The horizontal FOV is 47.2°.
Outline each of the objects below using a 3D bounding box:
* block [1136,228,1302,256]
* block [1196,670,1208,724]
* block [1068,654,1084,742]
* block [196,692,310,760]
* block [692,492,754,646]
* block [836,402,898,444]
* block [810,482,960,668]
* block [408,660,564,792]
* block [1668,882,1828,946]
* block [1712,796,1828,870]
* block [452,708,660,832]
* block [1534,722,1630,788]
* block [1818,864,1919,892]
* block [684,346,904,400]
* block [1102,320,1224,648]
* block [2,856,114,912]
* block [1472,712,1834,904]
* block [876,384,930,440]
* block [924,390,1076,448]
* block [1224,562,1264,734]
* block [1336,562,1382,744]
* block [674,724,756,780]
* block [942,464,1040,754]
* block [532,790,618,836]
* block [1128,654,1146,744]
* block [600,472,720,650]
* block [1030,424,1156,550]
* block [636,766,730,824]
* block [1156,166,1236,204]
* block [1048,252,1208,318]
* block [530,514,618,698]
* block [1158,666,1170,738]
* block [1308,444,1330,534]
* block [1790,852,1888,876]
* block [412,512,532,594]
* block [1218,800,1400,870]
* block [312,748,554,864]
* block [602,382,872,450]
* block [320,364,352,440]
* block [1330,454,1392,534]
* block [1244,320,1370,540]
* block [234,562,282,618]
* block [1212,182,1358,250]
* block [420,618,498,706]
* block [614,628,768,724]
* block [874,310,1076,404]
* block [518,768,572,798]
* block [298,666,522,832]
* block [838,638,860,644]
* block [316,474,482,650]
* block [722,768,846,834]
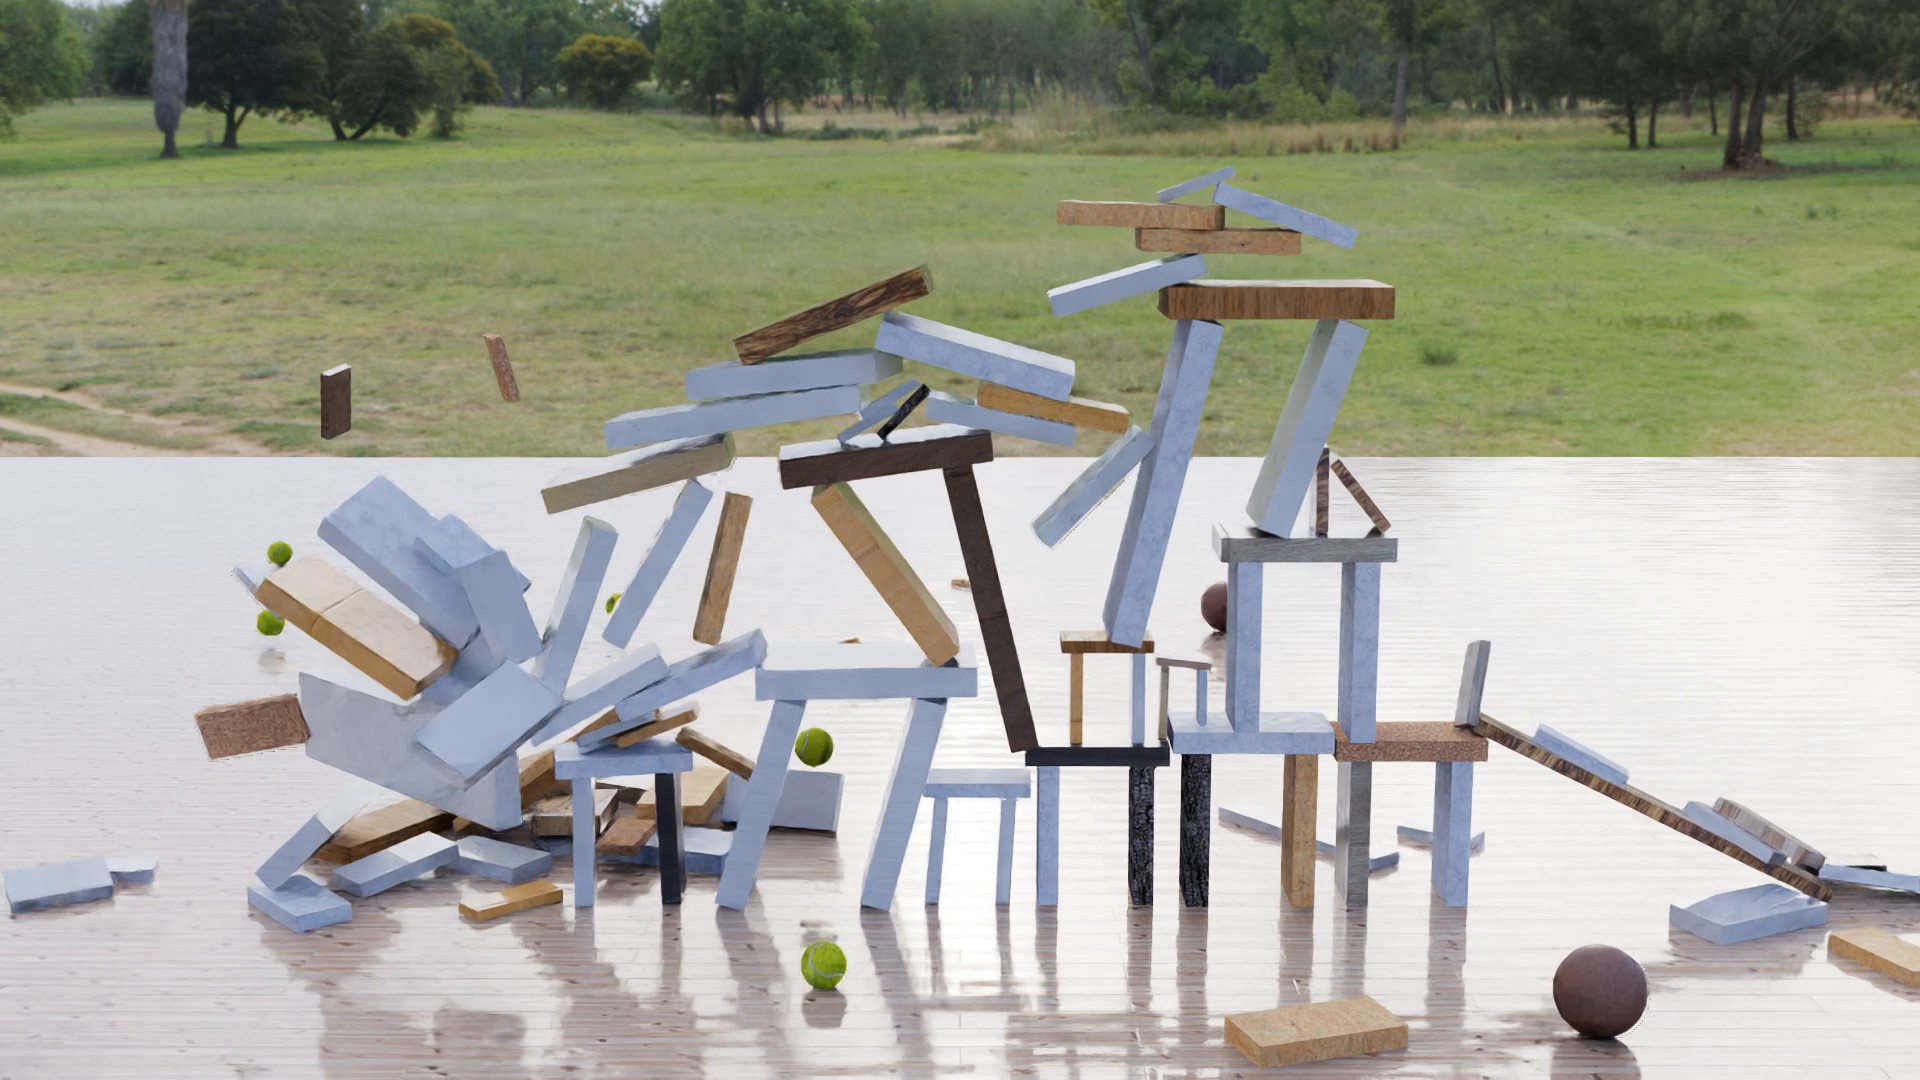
[{"bbox_3d":[0.404,-0.472,3.461,0.247,0.035,0.123,1,11,0],"label":"block"},{"bbox_3d":[0.397,0.253,3.608,0.013,0.091,0.045,0,11,0],"label":"block"},{"bbox_3d":[0.190,0.250,3.611,0.021,0.150,0.075,0,11,0],"label":"block"},{"bbox_3d":[-1.128,0.297,3.507,0.159,0.080,0.023,-10,23,4],"label":"block"},{"bbox_3d":[-0.388,0.046,3.583,0.035,0.246,0.123,13,-1,-11],"label":"block"},{"bbox_3d":[-0.148,-0.189,3.527,0.107,0.015,0.054,-30,6,2],"label":"block"},{"bbox_3d":[-0.120,0.044,3.560,0.048,0.336,0.168,-36,10,5],"label":"block"},{"bbox_3d":[-0.684,0.267,3.184,0.106,0.030,0.212,35,43,12],"label":"block"},{"bbox_3d":[1.266,0.599,3.531,0.227,0.032,0.113,-5,12,-26],"label":"block"},{"bbox_3d":[1.342,0.486,3.648,0.086,0.024,0.173,20,11,-43],"label":"block"},{"bbox_3d":[-0.707,0.399,3.821,0.088,0.025,0.518,-1,-26,-48],"label":"block"},{"bbox_3d":[1.030,0.357,3.644,0.161,0.023,0.081,29,10,13],"label":"block"},{"bbox_3d":[1.522,0.563,3.660,0.173,0.024,0.086,6,-7,20],"label":"block"},{"bbox_3d":[-0.265,-0.270,3.535,0.316,0.045,0.158,-4,9,15],"label":"block"},{"bbox_3d":[0.322,-0.100,3.538,0.050,0.526,0.175,13,10,-4],"label":"block"},{"bbox_3d":[-1.493,0.569,3.641,0.159,0.023,0.080,-7,35,-32],"label":"block"},{"bbox_3d":[1.137,0.438,3.635,0.657,0.023,0.081,26,10,-3],"label":"block"},{"bbox_3d":[-0.089,-0.205,3.515,0.015,0.107,0.054,44,5,-5],"label":"block"},{"bbox_3d":[0.065,-0.194,3.514,0.238,0.034,0.119,11,9,-1],"label":"block"},{"bbox_3d":[0.462,0.161,3.586,0.040,0.280,0.140,0,11,0],"label":"block"},{"bbox_3d":[0.650,0.169,3.588,0.040,0.296,0.140,0,11,1],"label":"block"},{"bbox_3d":[-0.405,0.351,3.639,0.137,0.019,0.068,29,3,-4],"label":"block"},{"bbox_3d":[0.048,0.098,3.585,0.048,0.473,0.168,-14,10,1],"label":"block"},{"bbox_3d":[-0.699,0.495,4.007,0.121,0.034,0.258,0,4,-2],"label":"block"},{"bbox_3d":[0.290,0.251,3.610,0.021,0.150,0.075,0,11,0],"label":"block"},{"bbox_3d":[-0.485,0.025,3.564,0.042,0.296,0.148,30,9,-9],"label":"block"},{"bbox_3d":[0.214,-0.088,3.552,0.238,0.034,0.119,-45,7,4],"label":"block"},{"bbox_3d":[-0.506,0.467,4.051,0.121,0.034,0.241,2,11,6],"label":"block"},{"bbox_3d":[0.372,-0.562,3.477,0.125,0.018,0.063,-20,8,5],"label":"block"},{"bbox_3d":[0.263,-0.406,3.477,0.247,0.035,0.123,-16,10,4],"label":"block"},{"bbox_3d":[-0.628,0.114,3.556,0.042,0.296,0.148,19,2,-17],"label":"block"},{"bbox_3d":[0.334,0.262,3.611,0.013,0.119,0.045,2,7,2],"label":"block"},{"bbox_3d":[0.579,-0.085,3.544,0.020,0.140,0.070,-1,11,0],"label":"block"},{"bbox_3d":[1.513,0.558,3.785,0.139,0.020,0.069,0,11,1],"label":"block"},{"bbox_3d":[-0.781,0.038,3.524,0.175,0.025,0.088,41,40,4],"label":"block"},{"bbox_3d":[0.622,0.527,3.953,0.069,0.020,0.378,-8,13,-37],"label":"block"},{"bbox_3d":[-0.924,0.487,4.130,0.118,0.034,0.705,6,12,30],"label":"block"},{"bbox_3d":[-0.352,-0.204,3.511,0.408,0.042,0.148,-8,9,5],"label":"block"},{"bbox_3d":[-0.993,-0.220,3.500,0.016,0.110,0.055,17,28,20],"label":"block"},{"bbox_3d":[0.640,-0.076,3.545,0.020,0.140,0.070,-39,8,7],"label":"block"},{"bbox_3d":[0.553,-0.187,3.527,0.050,0.350,0.175,19,10,-4],"label":"block"},{"bbox_3d":[-1.111,0.080,3.536,0.110,0.016,0.055,43,21,13],"label":"block"},{"bbox_3d":[0.512,-0.514,3.476,0.227,0.032,0.113,19,11,0],"label":"block"},{"bbox_3d":[-0.808,0.258,3.609,0.150,0.301,0.043,-7,-11,18],"label":"block"},{"bbox_3d":[-0.438,0.220,3.595,0.246,0.035,0.123,-23,10,6],"label":"block"},{"bbox_3d":[0.026,-0.297,3.524,0.316,0.045,0.158,16,13,-1],"label":"block"},{"bbox_3d":[-0.839,0.460,4.065,0.237,0.034,0.118,-8,8,-40],"label":"block"},{"bbox_3d":[-0.887,0.326,3.512,0.573,0.150,0.043,10,17,44],"label":"block"},{"bbox_3d":[-0.276,0.255,5.280,0.063,0.018,0.125,-17,-5,-9],"label":"block"},{"bbox_3d":[-0.863,0.034,3.520,0.295,0.042,0.148,39,39,0],"label":"block"},{"bbox_3d":[-0.322,0.473,4.009,0.212,0.106,0.030,3,-20,14],"label":"block"}]
